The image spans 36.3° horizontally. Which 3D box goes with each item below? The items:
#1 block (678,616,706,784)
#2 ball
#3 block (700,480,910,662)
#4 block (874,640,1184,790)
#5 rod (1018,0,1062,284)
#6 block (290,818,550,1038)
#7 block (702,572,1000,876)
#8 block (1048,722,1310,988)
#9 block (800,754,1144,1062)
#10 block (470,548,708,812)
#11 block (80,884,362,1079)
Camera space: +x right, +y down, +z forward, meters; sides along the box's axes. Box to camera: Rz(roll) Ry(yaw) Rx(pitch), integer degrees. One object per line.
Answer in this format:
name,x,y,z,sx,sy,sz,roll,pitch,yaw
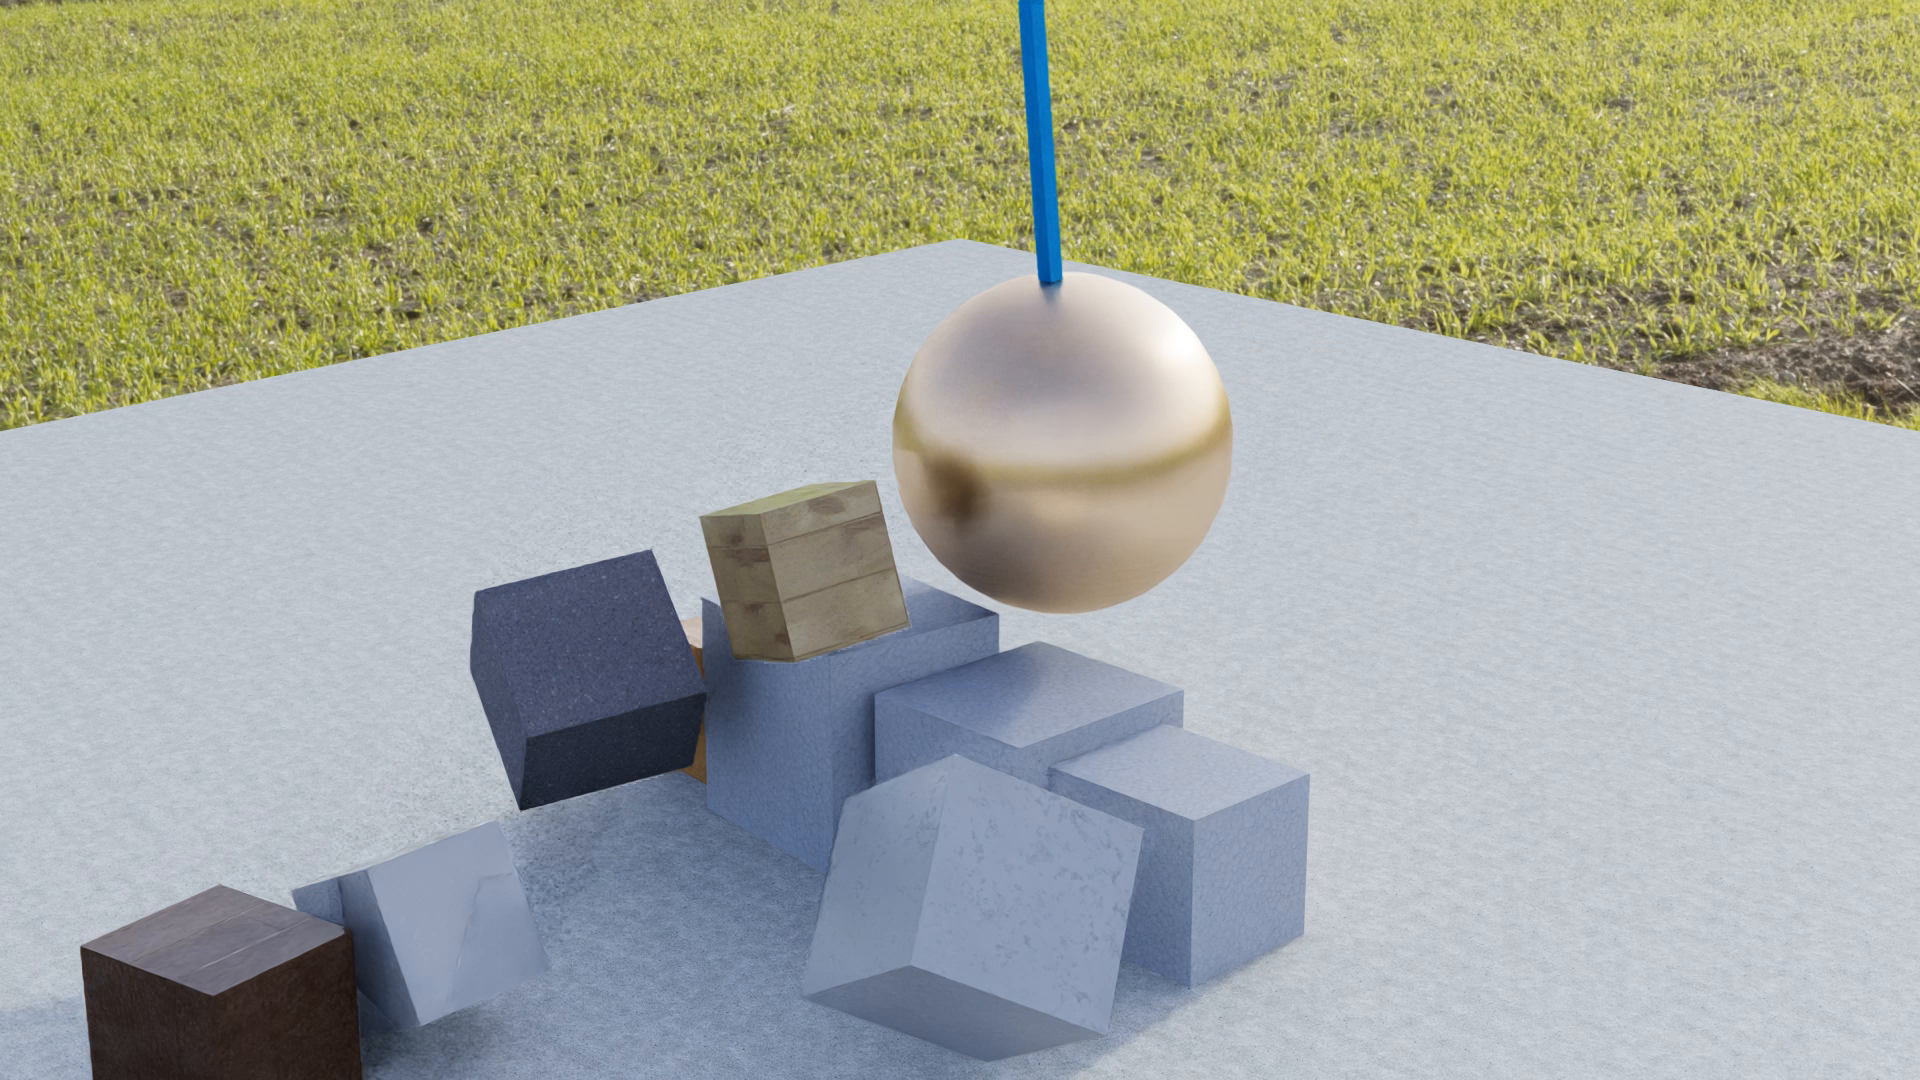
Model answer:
block,-1.031,0.779,14.684,0.729,0.708,0.649,-13,22,-36
ball,0.478,-0.452,13.701,1.600,1.600,1.600,0,17,0
block,-0.691,0.136,12.989,0.584,0.662,0.613,-17,8,-29
block,0.315,1.107,13.341,1.048,0.889,0.923,-16,24,-41
rod,0.207,-3.594,12.429,0.080,5.200,0.080,17,30,42
block,-2.178,1.575,11.834,0.626,0.648,0.665,-19,0,-41
block,-0.520,0.822,13.928,0.961,1.079,1.061,-13,22,-36
block,0.944,1.354,12.768,0.749,0.761,0.843,-16,24,-42
block,0.044,1.443,11.344,0.865,0.829,0.875,23,-26,-23
block,-1.744,0.652,13.669,0.852,0.708,0.797,-14,61,-20
block,-2.855,1.845,11.364,0.749,0.665,0.696,12,21,33
